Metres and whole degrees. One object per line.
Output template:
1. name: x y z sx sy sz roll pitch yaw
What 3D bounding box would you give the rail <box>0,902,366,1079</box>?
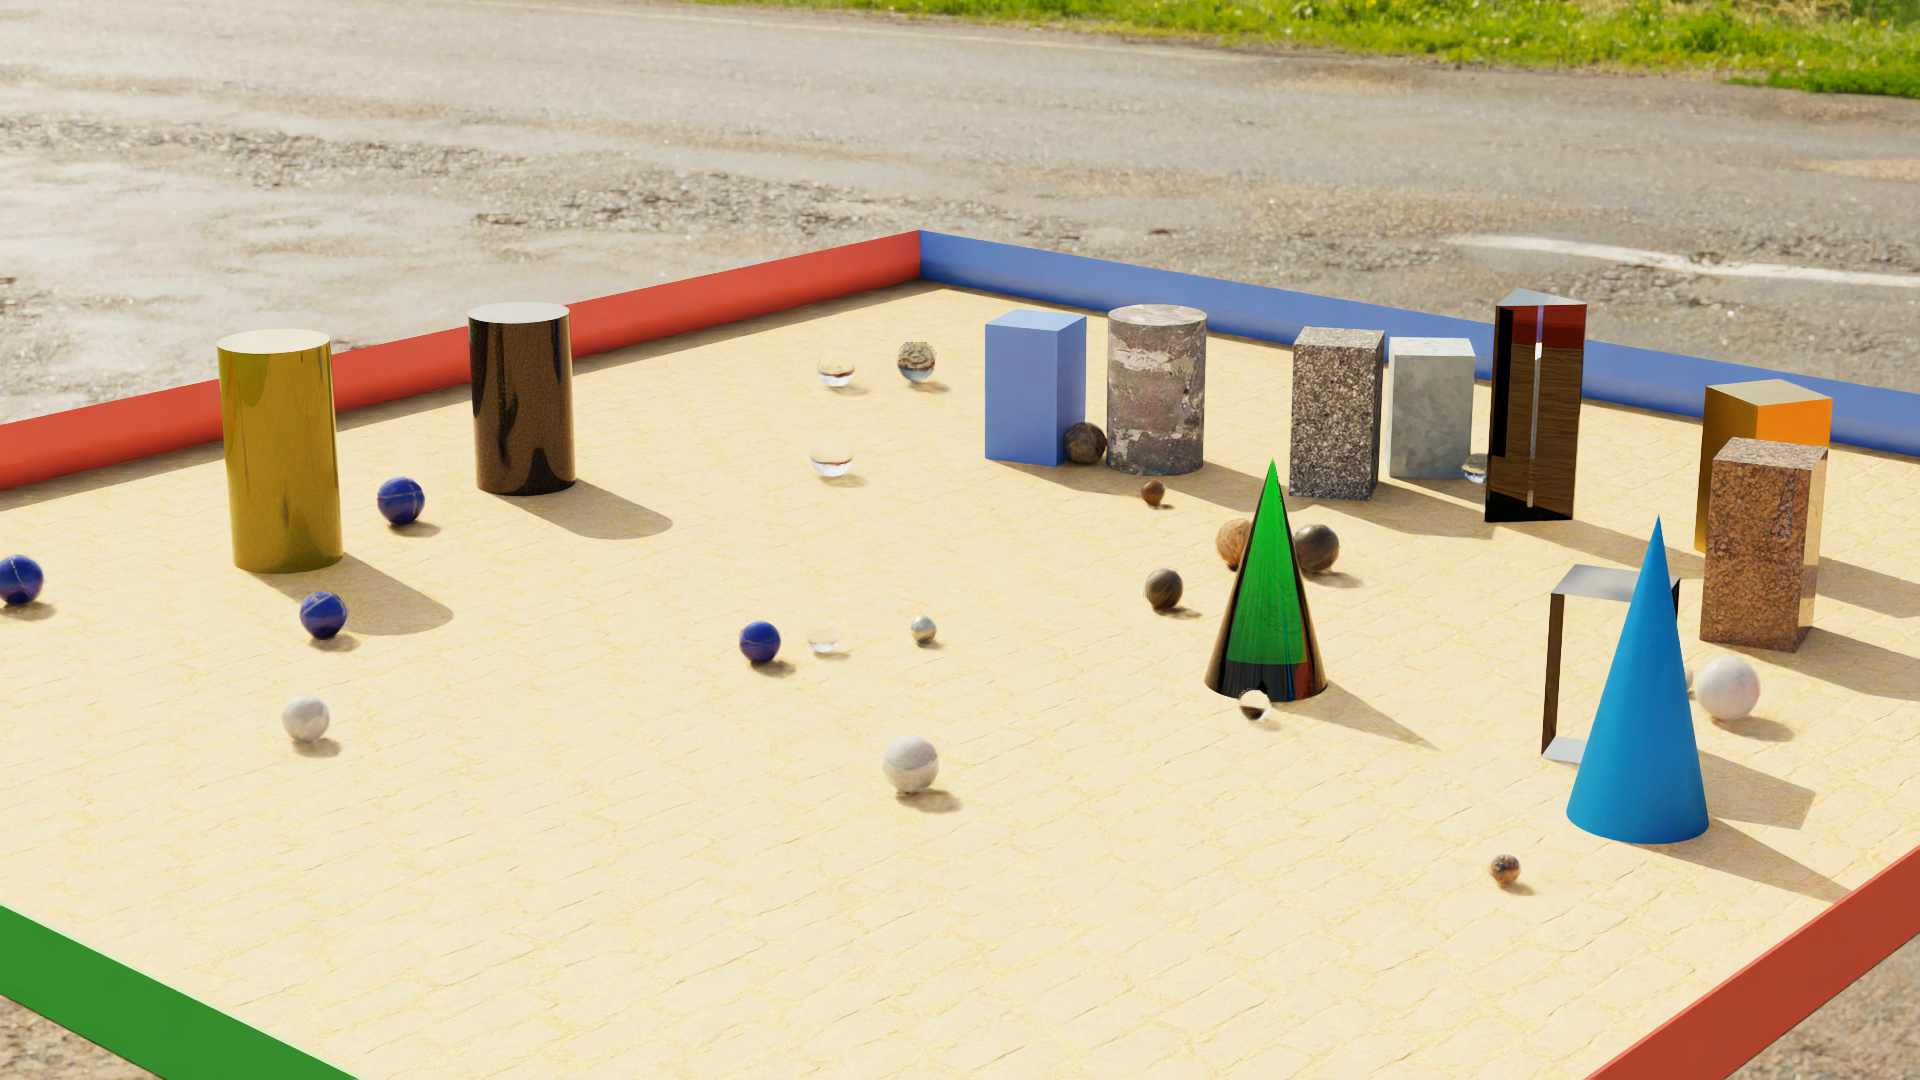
1. rail: -1.287 0.460 3.701 3.735 0.129 0.045 14 22 39

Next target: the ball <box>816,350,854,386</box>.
1. ball: -0.279 -0.387 6.589 0.085 0.085 0.085 0 17 0

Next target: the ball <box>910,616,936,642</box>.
1. ball: -0.061 0.149 4.882 0.045 0.045 0.045 0 17 0

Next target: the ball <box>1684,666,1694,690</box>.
1. ball: 1.143 0.220 4.650 0.043 0.043 0.043 0 17 0

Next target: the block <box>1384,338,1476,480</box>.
1. block: 0.945 -0.267 5.902 0.158 0.252 0.158 1 17 4

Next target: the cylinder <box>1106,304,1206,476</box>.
1. cylinder: 0.396 -0.304 5.926 0.198 0.309 0.198 0 17 0

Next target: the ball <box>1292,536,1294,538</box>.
1. ball: 0.578 0.015 5.291 0.064 0.064 0.064 0 17 0

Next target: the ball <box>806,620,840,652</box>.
1. ball: -0.226 0.158 4.833 0.054 0.054 0.054 0 17 0

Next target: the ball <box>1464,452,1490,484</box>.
1. ball: 1.031 -0.143 5.822 0.062 0.062 0.062 0 17 0

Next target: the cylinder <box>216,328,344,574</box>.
1. cylinder: -1.224 -0.161 5.287 0.198 0.405 0.198 0 17 0

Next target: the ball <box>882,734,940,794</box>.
1. ball: -0.071 0.324 4.233 0.084 0.084 0.084 0 17 0

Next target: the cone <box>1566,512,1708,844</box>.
1. cone: 0.959 0.177 4.087 0.198 0.449 0.198 0 17 0

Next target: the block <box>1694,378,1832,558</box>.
1. block: 1.453 -0.118 5.312 0.158 0.308 0.158 -6 18 -20

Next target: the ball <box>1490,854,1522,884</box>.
1. ball: 0.730 0.440 3.922 0.041 0.041 0.041 0 17 0

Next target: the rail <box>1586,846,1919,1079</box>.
1. rail: 1.392 0.381 3.962 0.045 0.129 3.973 14 22 39

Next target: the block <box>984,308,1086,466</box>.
1. block: 0.155 -0.313 6.004 0.158 0.282 0.158 7 18 23

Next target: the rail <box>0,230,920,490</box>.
1. rail: -1.392 -0.317 6.277 0.045 0.129 3.973 14 22 39

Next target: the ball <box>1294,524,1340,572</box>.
1. ball: 0.636 0.014 5.243 0.087 0.087 0.087 0 17 0

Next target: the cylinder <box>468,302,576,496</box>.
1. cylinder: -0.863 -0.280 5.783 0.198 0.346 0.198 0 17 0

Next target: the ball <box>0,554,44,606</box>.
1. ball: -1.630 0.069 5.071 0.088 0.088 0.088 0 17 0

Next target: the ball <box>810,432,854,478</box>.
1. ball: -0.256 -0.170 5.864 0.089 0.089 0.089 0 17 0

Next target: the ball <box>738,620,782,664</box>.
1. ball: -0.326 0.166 4.780 0.071 0.071 0.071 0 17 0

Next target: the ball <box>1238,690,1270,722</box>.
1. ball: 0.454 0.255 4.522 0.048 0.048 0.048 0 17 0

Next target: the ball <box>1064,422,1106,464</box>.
1. ball: 0.255 -0.197 5.958 0.086 0.086 0.086 0 17 0

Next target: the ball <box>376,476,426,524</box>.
1. ball: -1.058 -0.075 5.544 0.092 0.092 0.092 0 17 0

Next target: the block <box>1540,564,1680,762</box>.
1. block: 0.972 0.189 4.378 0.158 0.258 0.158 7 18 23

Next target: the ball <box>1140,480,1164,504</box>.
1. ball: 0.373 -0.092 5.679 0.047 0.047 0.047 0 17 0

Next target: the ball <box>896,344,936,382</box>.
1. ball: -0.098 -0.400 6.616 0.087 0.087 0.087 0 17 0

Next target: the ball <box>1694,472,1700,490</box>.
1. ball: 1.464 -0.111 5.712 0.063 0.063 0.063 0 17 0

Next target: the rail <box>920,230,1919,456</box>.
1. rail: 1.287 -0.395 6.539 3.735 0.129 0.045 14 22 39

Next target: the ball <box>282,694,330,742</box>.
1. ball: -0.989 0.270 4.433 0.072 0.072 0.072 0 17 0

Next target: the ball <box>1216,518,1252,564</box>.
1. ball: 0.504 0.003 5.297 0.084 0.084 0.084 0 17 0

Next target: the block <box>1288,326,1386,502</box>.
1. block: 0.739 -0.249 5.751 0.158 0.305 0.158 4 17 13

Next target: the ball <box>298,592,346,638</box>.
1. ball: -1.065 0.125 4.903 0.079 0.079 0.079 0 17 0

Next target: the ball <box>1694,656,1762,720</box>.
1. ball: 1.185 0.228 4.524 0.099 0.099 0.099 0 17 0

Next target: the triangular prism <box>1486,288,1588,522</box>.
1. triangular prism: 1.075 -0.258 5.584 0.171 0.419 0.148 -2 17 -6

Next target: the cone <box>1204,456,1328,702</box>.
1. cone: 0.490 0.047 4.646 0.198 0.376 0.198 0 17 0

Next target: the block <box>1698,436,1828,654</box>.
1. block: 1.340 0.007 4.888 0.158 0.313 0.158 8 18 24

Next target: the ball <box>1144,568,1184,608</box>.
1. ball: 0.352 0.084 5.057 0.069 0.069 0.069 0 17 0
